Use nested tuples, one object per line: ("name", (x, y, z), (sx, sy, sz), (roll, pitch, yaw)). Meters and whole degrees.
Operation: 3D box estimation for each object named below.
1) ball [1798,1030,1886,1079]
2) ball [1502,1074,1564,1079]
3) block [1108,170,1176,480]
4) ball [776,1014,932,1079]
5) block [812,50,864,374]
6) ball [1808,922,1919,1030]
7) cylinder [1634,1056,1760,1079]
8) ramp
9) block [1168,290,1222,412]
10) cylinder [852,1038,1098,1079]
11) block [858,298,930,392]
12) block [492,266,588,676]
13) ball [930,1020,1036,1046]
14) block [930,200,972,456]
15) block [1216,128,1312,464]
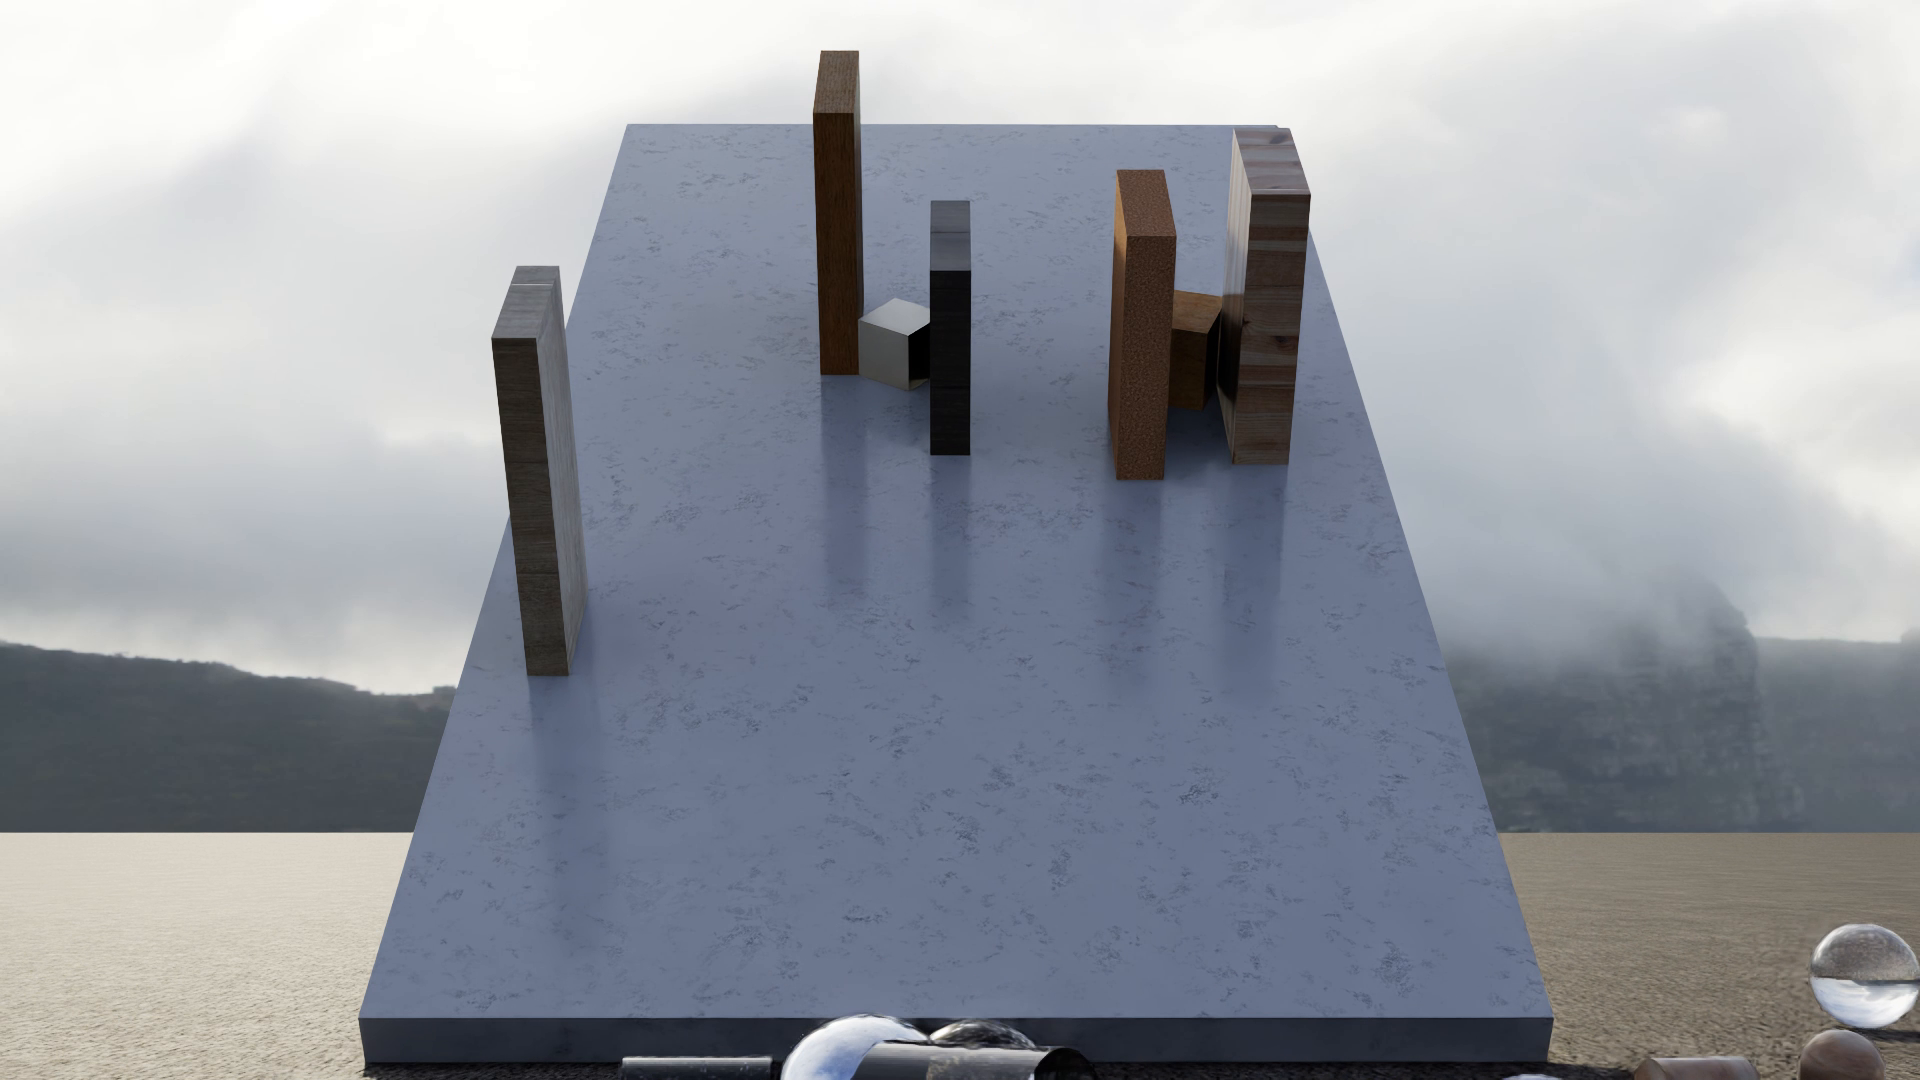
("ball", (1.229, 0.741, 3.396), (0.114, 0.114, 0.114), (0, -7, 0))
("ball", (0.534, 0.580, 2.253), (0.167, 0.167, 0.167), (0, -7, 0))
("block", (0.415, -0.497, 5.615), (0.109, 0.611, 0.372), (0, 31, 0))
("ball", (-0.096, 0.594, 2.524), (0.202, 0.202, 0.202), (0, -7, 0))
("block", (-0.299, -0.815, 6.059), (0.096, 0.689, 0.423), (0, 31, 0))
("ball", (1.779, 0.858, 4.788), (0.207, 0.207, 0.207), (0, -7, 0))
("cylinder", (0.895, 0.687, 2.953), (0.117, 0.117, 0.117), (1, -7, -10))
("ramp", (-0.014, -0.198, 5.805), (2.000, 0.100, 4.000), (0, 31, 0))
("block", (0.522, -0.471, 5.959), (0.210, 0.210, 0.210), (10, 33, 16))
("cylinder", (0.014, 0.577, 2.329), (0.190, 0.190, 0.190), (-4, -8, 31))
("block", (-0.144, -0.485, 6.032), (0.153, 0.153, 0.153), (20, 36, 30))
("block", (-0.833, -0.133, 4.864), (0.084, 0.762, 0.318), (0, 31, 0))
("ball", (0.020, 0.633, 2.753), (0.179, 0.179, 0.179), (0, -7, 0))
("block", (-0.023, -0.504, 5.755), (0.093, 0.475, 0.393), (0, 31, 0))
("block", (0.701, -0.567, 5.669), (0.131, 0.679, 0.391), (0, 31, 0))
